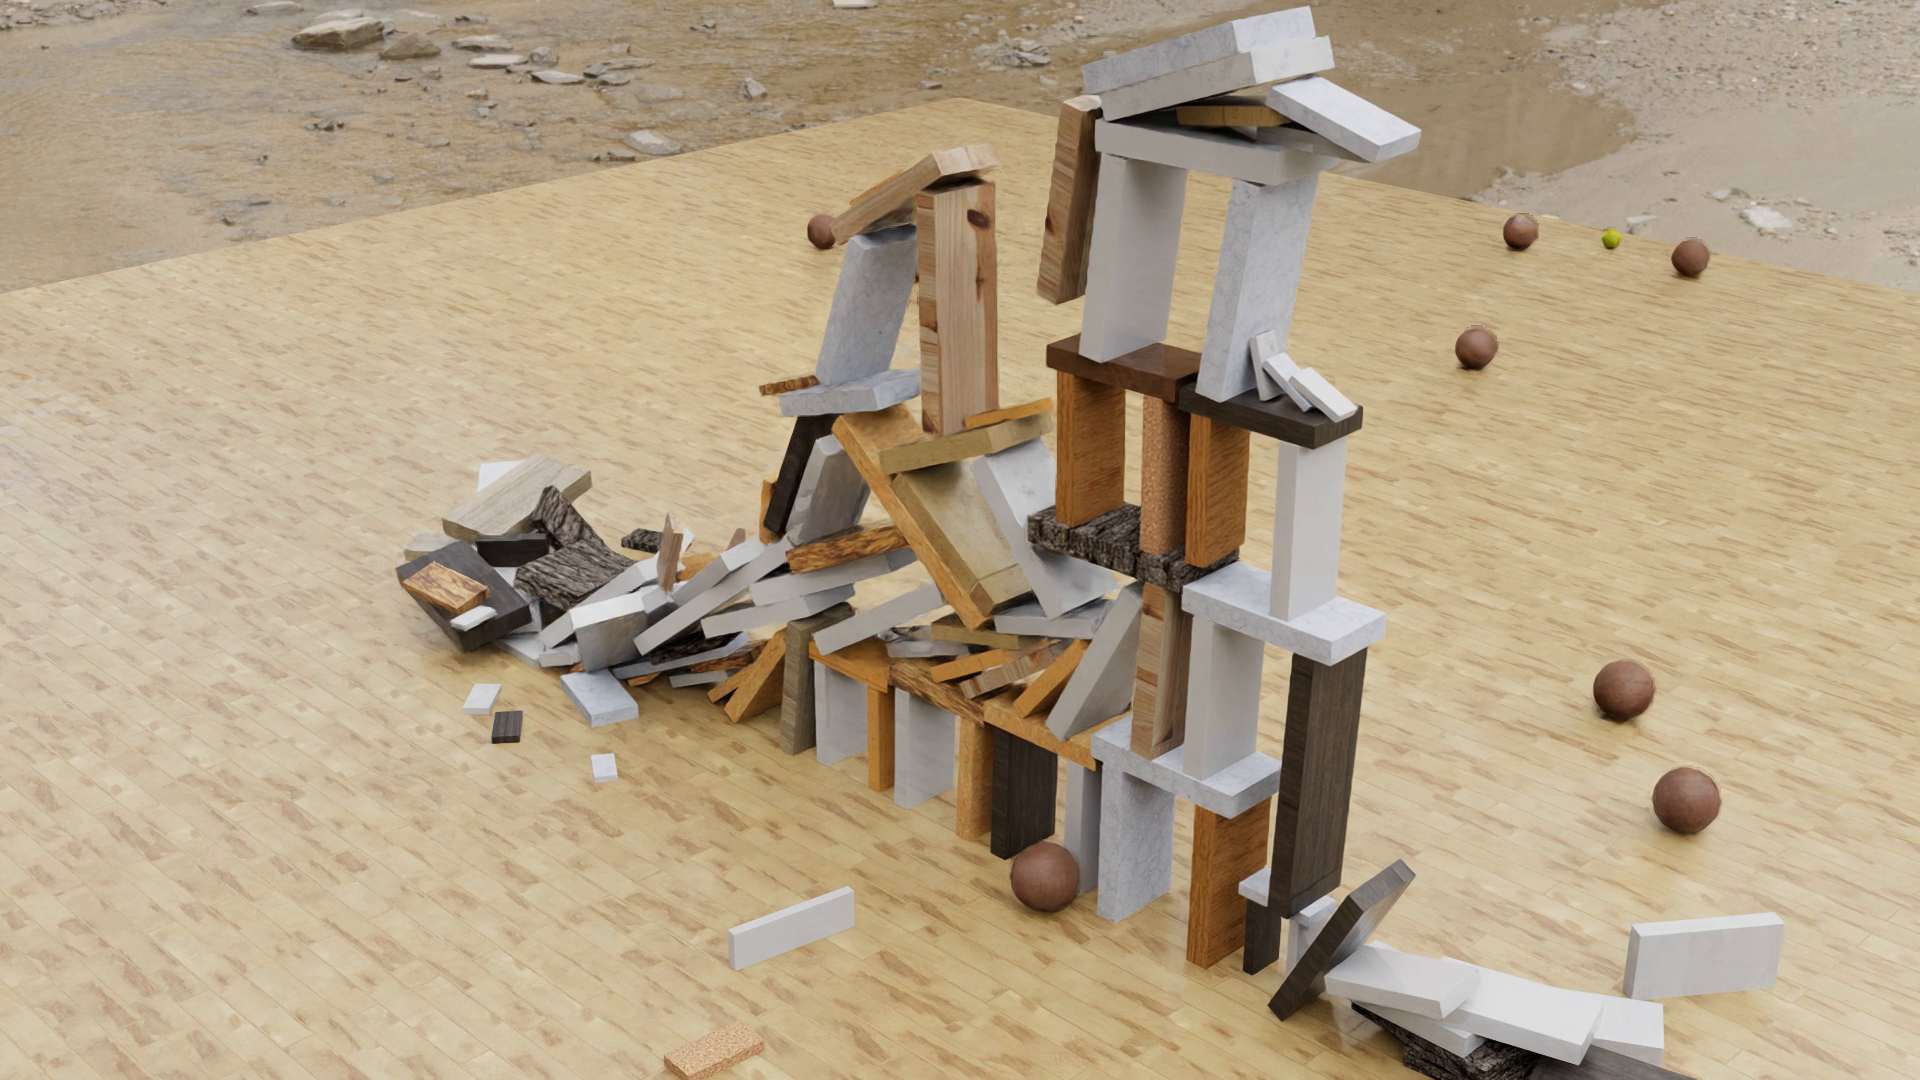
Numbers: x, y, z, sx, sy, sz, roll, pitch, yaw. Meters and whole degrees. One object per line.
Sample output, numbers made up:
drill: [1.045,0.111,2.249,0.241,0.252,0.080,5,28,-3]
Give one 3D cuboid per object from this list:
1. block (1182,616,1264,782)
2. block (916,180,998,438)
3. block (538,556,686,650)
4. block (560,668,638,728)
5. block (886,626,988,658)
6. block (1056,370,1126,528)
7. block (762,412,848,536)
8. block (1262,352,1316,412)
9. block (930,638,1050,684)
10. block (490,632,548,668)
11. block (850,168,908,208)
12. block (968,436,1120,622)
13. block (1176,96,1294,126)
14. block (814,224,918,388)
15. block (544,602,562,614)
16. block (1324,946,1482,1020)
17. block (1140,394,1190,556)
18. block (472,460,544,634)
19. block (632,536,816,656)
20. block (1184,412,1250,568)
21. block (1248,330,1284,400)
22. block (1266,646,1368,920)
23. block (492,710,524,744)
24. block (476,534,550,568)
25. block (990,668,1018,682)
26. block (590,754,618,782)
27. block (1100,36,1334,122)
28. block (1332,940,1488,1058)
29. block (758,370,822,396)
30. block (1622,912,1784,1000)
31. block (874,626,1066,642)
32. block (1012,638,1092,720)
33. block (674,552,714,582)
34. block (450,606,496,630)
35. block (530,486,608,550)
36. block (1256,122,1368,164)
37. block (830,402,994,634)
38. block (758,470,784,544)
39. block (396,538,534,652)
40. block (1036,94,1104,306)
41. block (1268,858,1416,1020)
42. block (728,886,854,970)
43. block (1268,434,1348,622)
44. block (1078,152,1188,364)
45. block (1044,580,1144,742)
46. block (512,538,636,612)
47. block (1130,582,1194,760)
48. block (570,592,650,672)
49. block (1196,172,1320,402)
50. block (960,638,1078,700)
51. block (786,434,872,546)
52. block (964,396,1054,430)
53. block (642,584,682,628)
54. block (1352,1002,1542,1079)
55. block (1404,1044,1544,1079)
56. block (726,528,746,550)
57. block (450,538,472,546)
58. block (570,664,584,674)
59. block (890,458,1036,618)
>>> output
block: [0.462,0.252,3.829,0.044,0.308,0.154,23,32,39]
block: [-0.002,-0.426,4.046,0.045,0.451,0.158,18,28,42]
block: [-0.803,0.140,5.077,0.330,0.047,0.165,-33,-6,27]
block: [-0.805,0.348,4.901,0.107,0.030,0.214,-12,26,-25]
block: [-0.024,0.200,4.388,0.114,0.032,0.264,-20,8,-37]
block: [0.231,-0.178,3.879,0.040,0.281,0.140,19,30,40]
block: [-0.305,-0.160,4.563,0.042,0.297,0.148,32,25,27]
block: [0.538,-0.254,3.536,0.053,0.015,0.105,-24,68,-44]
block: [0.055,0.226,4.259,0.114,0.032,0.228,-21,1,-40]
block: [-1.087,0.217,5.221,0.082,0.023,0.406,-20,30,-39]
block: [-0.130,-0.653,4.092,0.147,0.021,0.073,-24,-3,39]
block: [0.156,-0.024,4.036,0.161,0.321,0.046,-22,-8,-44]
block: [0.449,-0.670,3.430,0.106,0.030,0.212,-17,19,-33]
block: [-0.173,-0.448,4.211,0.158,0.316,0.045,-20,51,-40]
block: [-1.065,0.131,5.412,0.106,0.030,0.212,-14,27,-30]
block: [0.728,0.726,3.622,0.115,0.033,0.229,-26,19,-39]
block: [0.370,-0.128,3.759,0.040,0.281,0.140,19,29,39]
block: [-1.112,0.007,5.433,0.177,0.050,0.695,-5,34,-5]
block: [-0.493,0.107,4.734,0.477,0.042,0.148,-32,-3,29]
block: [0.436,-0.102,3.711,0.038,0.270,0.135,16,28,34]
block: [0.498,-0.283,3.561,0.015,0.105,0.053,0,17,43]
block: [0.607,0.396,3.735,0.044,0.500,0.154,23,32,39]
block: [-0.984,0.407,4.781,0.059,0.017,0.118,-3,23,-6]
block: [-1.073,0.025,5.283,0.166,0.083,0.024,-2,40,1]
block: [-0.145,0.288,5.043,0.563,0.030,0.107,4,23,10]
block: [-0.747,0.478,4.616,0.048,0.014,0.096,-5,24,-12]
block: [0.398,-0.721,3.448,0.173,0.049,0.346,-19,10,-36]
block: [0.770,0.767,3.693,0.135,0.038,0.271,-21,31,-40]
block: [-0.326,-0.319,4.436,0.081,0.023,0.162,-23,12,-39]
block: [1.306,0.732,3.865,0.266,0.133,0.038,-3,23,-8]
block: [0.006,0.224,5.202,0.517,0.024,0.083,-4,23,-9]
block: [0.207,0.242,4.086,0.124,0.247,0.035,-21,71,-40]
block: [-0.644,0.092,5.467,0.118,0.033,0.236,-13,21,-19]
block: [-1.108,0.178,5.006,0.048,0.014,0.096,12,28,33]
block: [-0.969,-0.012,5.461,0.033,0.236,0.118,-14,41,28]
block: [0.570,-0.618,3.370,0.106,0.030,0.211,-20,30,-39]
block: [-0.050,-0.052,4.239,0.155,0.044,0.499,-20,68,-40]
block: [-0.380,-0.074,4.600,0.023,0.162,0.081,33,44,28]
block: [-1.166,0.127,5.164,0.177,0.050,0.355,-26,40,-26]
block: [0.229,-0.587,3.734,0.173,0.357,0.049,-24,45,-37]
block: [0.640,0.678,3.706,0.133,0.373,0.038,-26,62,-34]
block: [-0.305,0.706,4.001,0.254,0.076,0.021,-15,27,-32]
block: [0.569,-0.031,3.596,0.038,0.307,0.135,21,31,40]
block: [0.293,-0.488,3.690,0.050,0.354,0.177,27,34,35]
block: [0.296,0.203,3.987,0.170,0.383,0.048,-21,59,-40]
block: [-0.912,0.084,5.270,0.165,0.047,0.341,24,18,12]
block: [0.388,0.207,3.891,0.170,0.340,0.048,-21,34,-40]
block: [-0.767,0.205,4.846,0.153,0.043,0.322,-15,-18,-10]
block: [0.479,-0.417,3.538,0.050,0.366,0.177,27,34,32]
block: [0.126,0.238,4.183,0.124,0.035,0.266,-21,-4,-40]
block: [-0.249,-0.116,4.469,0.155,0.310,0.044,-20,64,-29]
block: [0.090,-0.233,4.041,0.151,0.021,0.076,-10,7,42]
block: [-0.693,0.180,4.979,0.153,0.043,0.307,10,-28,-43]
block: [0.815,0.811,3.691,0.144,0.041,0.289,-16,28,-34]
block: [1.179,0.964,3.435,1.008,0.041,0.144,18,29,36]
block: [-0.569,0.040,5.562,0.023,0.082,0.164,4,23,4]
block: [-1.203,0.040,5.542,0.106,0.030,0.212,-11,26,-25]
block: [-0.828,0.284,5.031,0.118,0.017,0.059,-15,-7,-32]
block: [0.024,-0.013,4.184,0.161,0.046,0.321,-21,67,-40]
